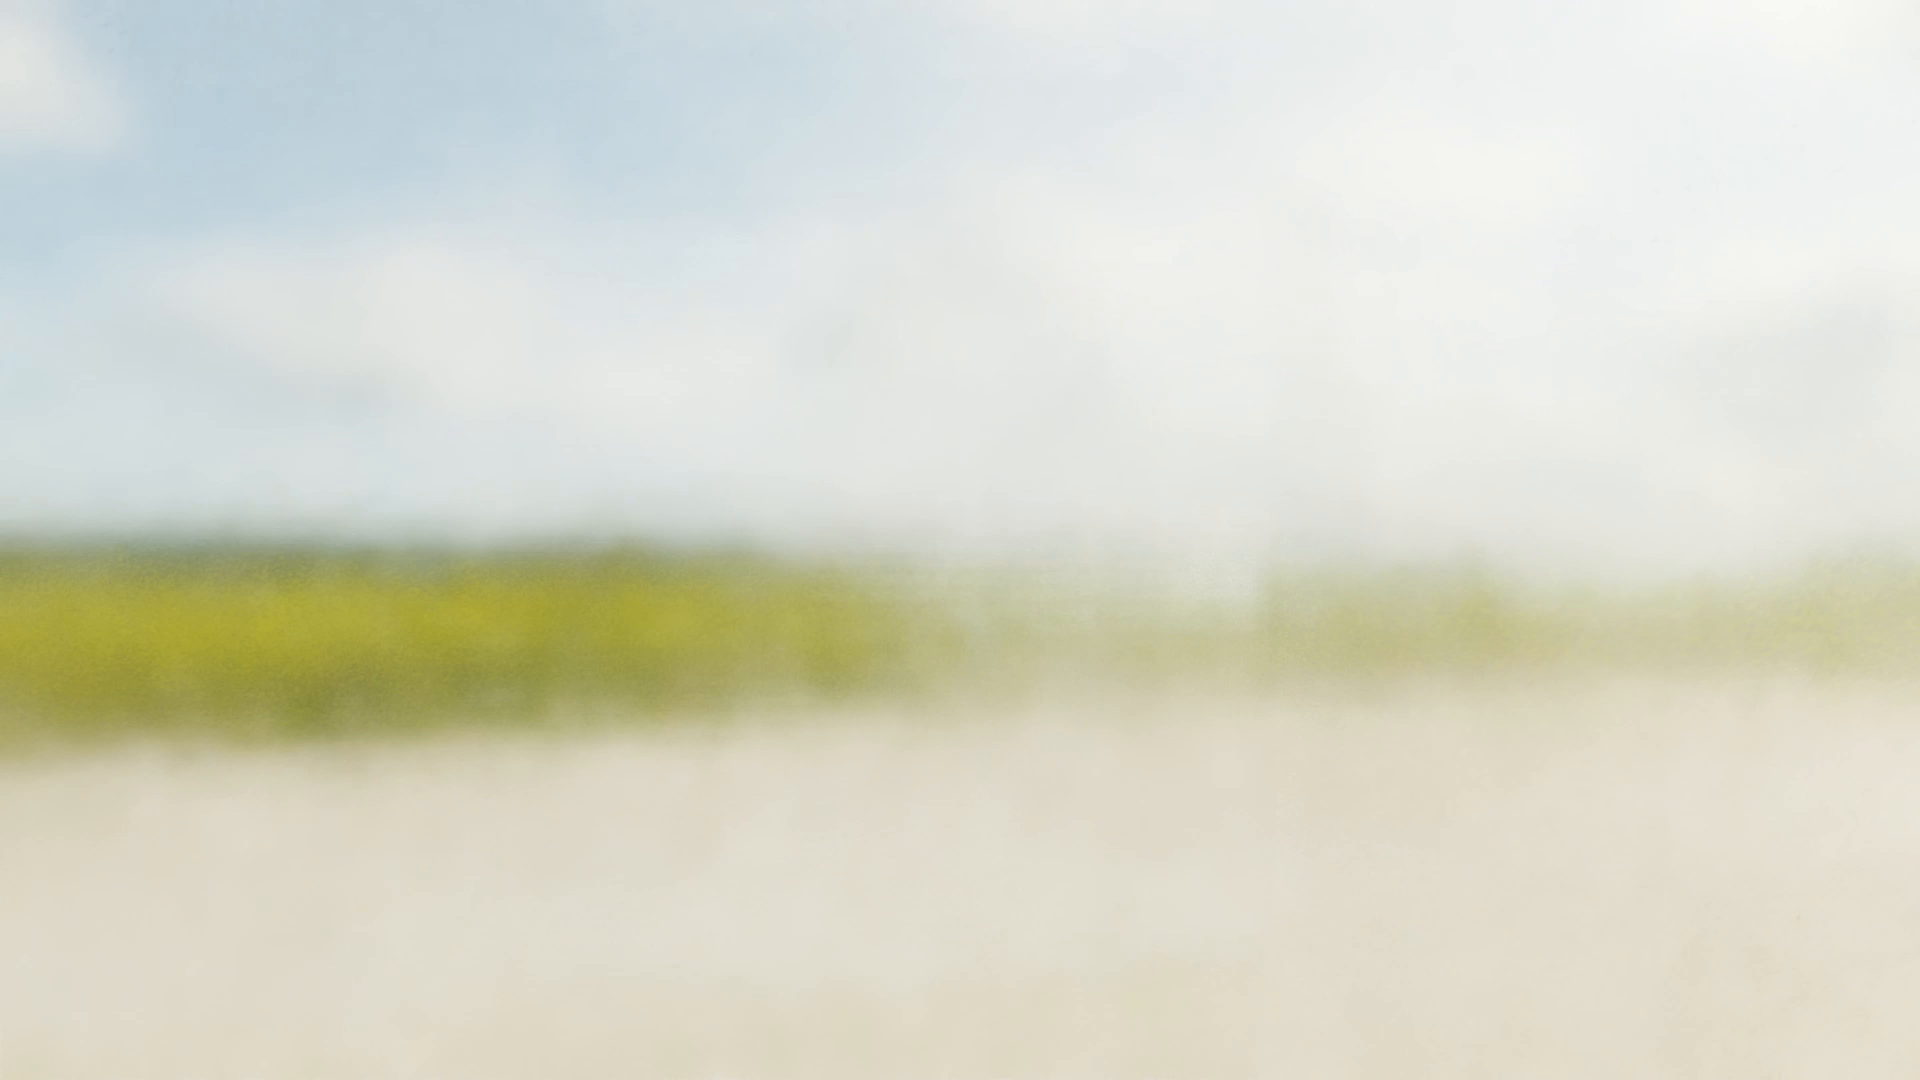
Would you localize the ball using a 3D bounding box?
[{"bbox_3d":[-0.005,-0.001,0.041,0.080,0.080,0.080,0,4,0],"label":"ball"}]
